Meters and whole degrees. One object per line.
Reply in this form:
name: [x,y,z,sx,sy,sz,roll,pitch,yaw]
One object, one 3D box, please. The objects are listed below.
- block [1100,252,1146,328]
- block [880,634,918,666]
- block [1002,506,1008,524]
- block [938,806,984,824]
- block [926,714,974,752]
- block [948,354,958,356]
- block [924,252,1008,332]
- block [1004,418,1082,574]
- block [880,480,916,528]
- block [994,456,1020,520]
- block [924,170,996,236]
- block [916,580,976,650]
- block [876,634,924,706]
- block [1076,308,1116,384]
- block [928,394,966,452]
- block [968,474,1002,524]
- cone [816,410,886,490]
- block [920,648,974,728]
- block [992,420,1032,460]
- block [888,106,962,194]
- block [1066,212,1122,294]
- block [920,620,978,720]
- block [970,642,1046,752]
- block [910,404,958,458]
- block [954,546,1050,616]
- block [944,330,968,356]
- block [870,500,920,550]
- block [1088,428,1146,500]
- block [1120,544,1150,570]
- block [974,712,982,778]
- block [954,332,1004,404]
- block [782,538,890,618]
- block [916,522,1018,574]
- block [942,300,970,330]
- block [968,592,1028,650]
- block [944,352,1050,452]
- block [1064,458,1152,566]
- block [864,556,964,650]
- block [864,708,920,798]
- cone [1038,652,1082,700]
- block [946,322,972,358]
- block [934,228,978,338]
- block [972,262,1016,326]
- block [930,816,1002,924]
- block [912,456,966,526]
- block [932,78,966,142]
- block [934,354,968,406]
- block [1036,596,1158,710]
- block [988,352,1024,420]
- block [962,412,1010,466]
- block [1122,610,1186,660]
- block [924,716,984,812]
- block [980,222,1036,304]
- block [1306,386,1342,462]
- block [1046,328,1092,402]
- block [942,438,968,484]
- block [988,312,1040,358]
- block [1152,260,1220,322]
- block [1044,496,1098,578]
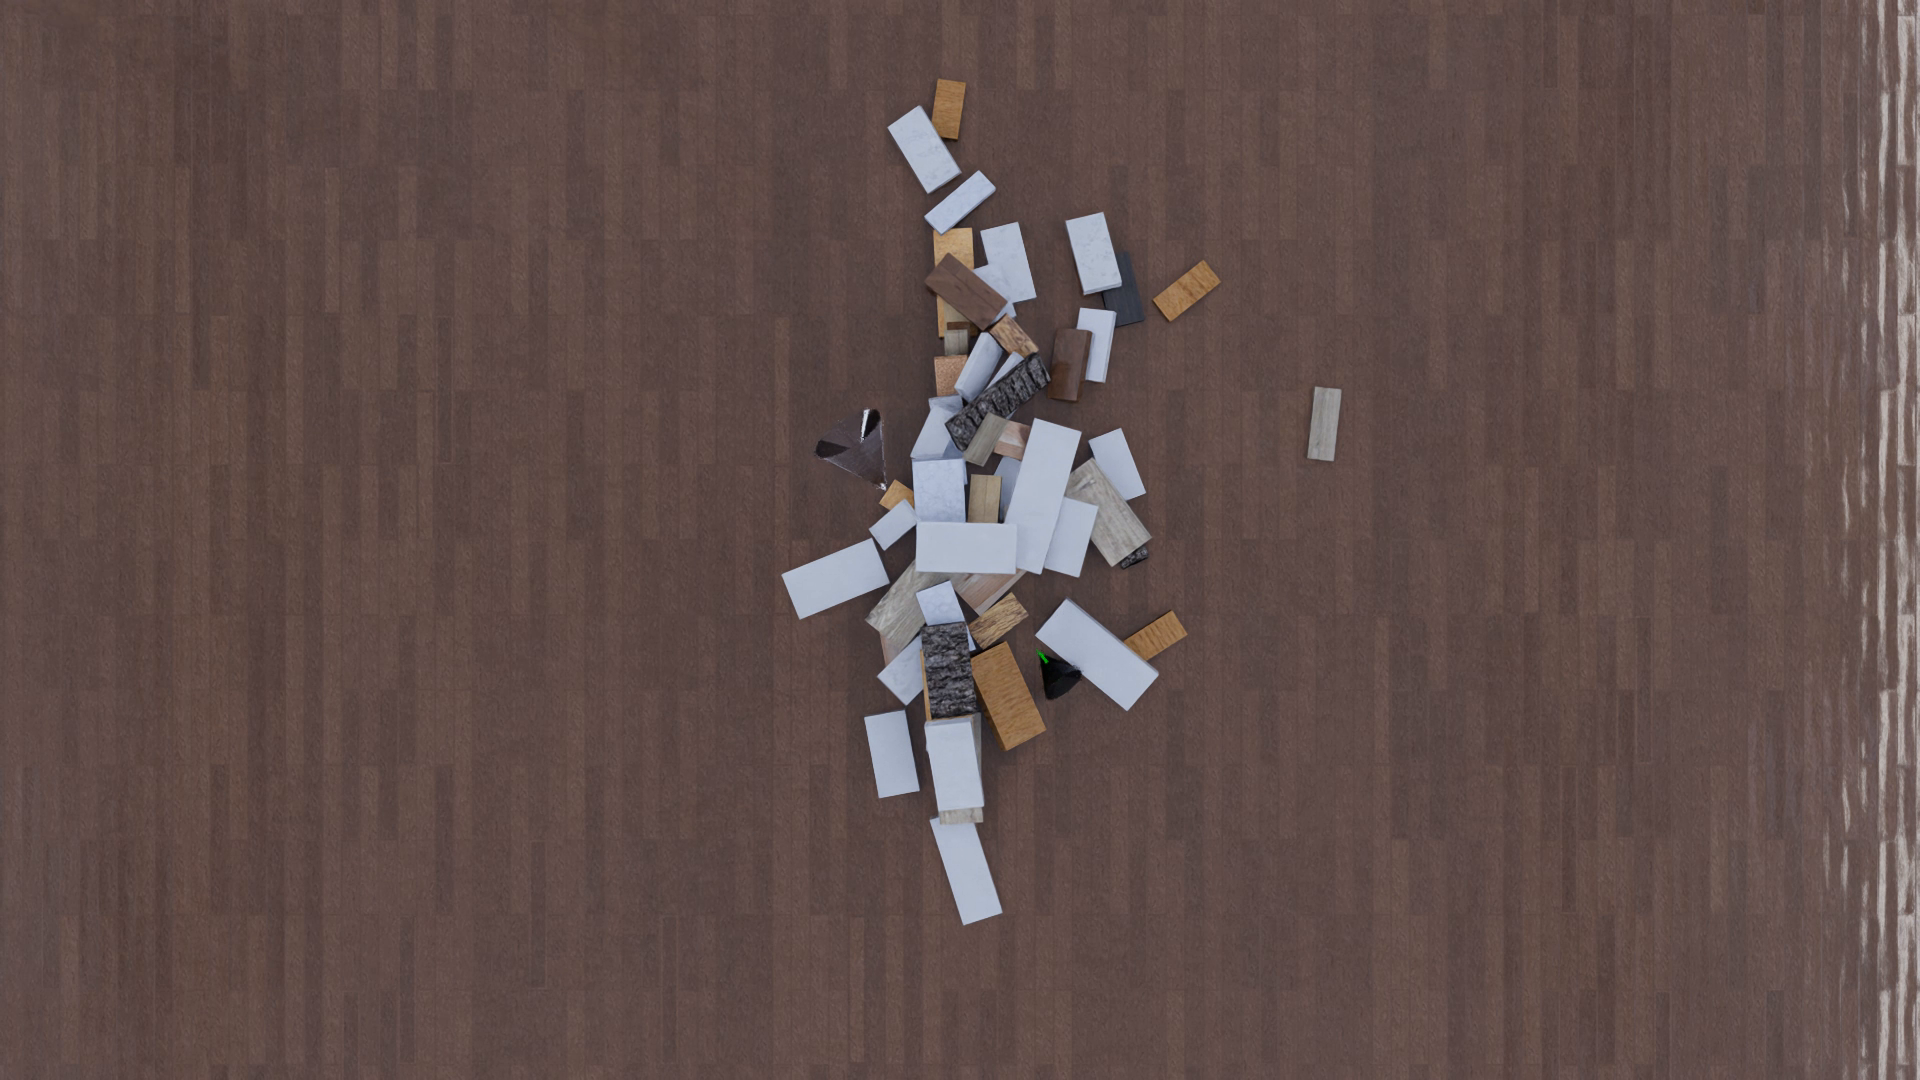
block: [0.529,-0.831,5.483,0.117,0.033,0.234,-14,90,0]
block: [-0.197,0.349,5.483,0.121,0.034,0.241,-10,90,0]
block: [0.190,-0.011,5.435,0.101,0.029,0.202,3,87,-3]
block: [-0.008,0.790,5.395,0.142,0.040,0.284,-5,107,6]
block: [-0.023,0.562,5.441,0.142,0.040,0.284,7,76,2]
block: [-0.013,-0.537,5.457,0.076,0.022,0.152,-2,115,-1]
block: [0.019,-0.814,5.420,0.255,0.036,0.127,40,92,1]
block: [0.253,-0.142,5.408,0.161,0.046,0.487,16,86,-2]
block: [-0.163,-0.109,5.486,0.191,0.027,0.095,34,90,0]
block: [0.148,-0.174,5.486,0.101,0.029,0.202,26,90,0]
block: [0.001,-1.116,5.468,0.241,0.024,0.084,-41,81,-7]
block: [-0.047,0.264,5.395,0.121,0.034,0.241,-21,94,-1]
block: [-0.129,0.402,5.433,0.136,0.039,0.272,45,80,4]
block: [0.439,-0.645,5.462,0.117,0.033,0.234,10,90,22]
block: [-0.031,-0.370,5.452,0.108,0.031,0.217,-10,107,2]
block: [0.081,-0.113,5.453,0.101,0.029,0.202,4,85,11]
cone: [-0.306,-0.257,5.444,0.248,0.248,0.248,-33,117,0]
block: [-0.042,0.498,5.370,0.149,0.042,0.299,-5,93,-1]
block: [0.233,-0.314,5.461,0.231,0.033,0.116,16,90,-11]
block: [-0.117,-1.293,5.465,0.128,0.036,0.256,-31,90,15]
block: [0.441,-0.947,5.452,0.127,0.036,0.255,-13,76,0]
block: [-0.037,0.420,5.323,0.149,0.042,0.299,-7,93,-1]
block: [0.145,0.515,5.445,0.162,0.046,0.323,-24,90,-25]
block: [-0.081,-0.342,5.400,0.095,0.027,0.191,23,105,-8]
block: [0.128,0.080,5.477,0.329,0.047,0.164,-44,90,0]
block: [-0.012,-0.625,5.436,0.076,0.022,0.152,-2,132,-1]
block: [-0.215,-0.050,5.438,0.176,0.025,0.088,-39,84,33]
block: [0.521,-0.243,5.484,0.116,0.033,0.231,-21,90,0]
block: [0.547,-0.009,5.486,0.096,0.027,0.192,-24,90,0]
block: [-0.001,0.713,5.480,0.142,0.040,0.284,0,90,0]
block: [0.063,-0.563,5.421,0.031,0.108,0.217,14,71,36]
block: [-0.411,0.128,5.477,0.322,0.046,0.161,-22,90,0]
block: [0.021,0.026,5.353,0.323,0.046,0.162,1,85,4]
block: [-0.012,-0.753,5.452,0.084,0.024,0.167,-4,90,0]
block: [0.124,0.269,5.486,0.192,0.027,0.096,-38,90,0]
block: [0.125,-0.452,5.398,0.389,0.033,0.116,-40,130,-12]
block: [0.471,-0.092,5.447,0.164,0.047,0.329,-37,86,10]
block: [-0.150,0.186,5.426,0.161,0.046,0.322,39,93,-7]
block: [-0.225,0.709,5.481,0.136,0.039,0.272,-10,90,0]
cone: [0.302,0.425,5.467,0.146,0.146,0.146,-38,63,0]
block: [-0.003,-0.651,5.441,0.076,0.022,0.152,-3,132,0]
block: [-0.015,-0.853,5.482,0.128,0.036,0.356,-3,90,0]
block: [0.111,-0.814,5.450,0.094,0.027,0.189,-19,90,0]
block: [0.020,1.081,5.481,0.136,0.039,0.365,-18,90,0]
block: [-0.067,-0.106,5.428,0.164,0.047,0.329,-4,105,-4]
block: [-0.040,-1.431,5.487,0.095,0.027,0.189,9,90,0]
block: [-0.023,-0.500,5.442,0.108,0.031,0.217,-4,114,0]
block: [0.454,0.376,5.461,0.394,0.046,0.162,39,102,0]
block: [0.139,-0.470,5.444,0.127,0.036,0.284,36,90,-42]
block: [0.085,-0.330,5.396,0.025,0.088,0.176,40,106,39]
block: [0.649,0.325,5.486,0.192,0.027,0.096,-33,90,0]
block: [-0.017,0.725,5.332,0.149,0.042,0.299,-7,107,6]
block: [0.160,-0.914,5.482,0.128,0.036,0.257,-14,90,0]
block: [1.210,-0.385,5.488,0.088,0.025,0.239,6,90,0]
block: [0.361,-0.579,5.453,0.117,0.033,0.234,9,90,34]
block: [-0.031,-0.275,5.451,0.095,0.027,0.191,-5,107,0]
block: [0.177,-0.663,5.452,0.084,0.024,0.167,-44,115,2]
block: [0.753,-0.827,5.487,0.215,0.027,0.094,-38,90,0]
block: [0.365,-0.010,5.425,0.121,0.034,0.241,16,95,6]
